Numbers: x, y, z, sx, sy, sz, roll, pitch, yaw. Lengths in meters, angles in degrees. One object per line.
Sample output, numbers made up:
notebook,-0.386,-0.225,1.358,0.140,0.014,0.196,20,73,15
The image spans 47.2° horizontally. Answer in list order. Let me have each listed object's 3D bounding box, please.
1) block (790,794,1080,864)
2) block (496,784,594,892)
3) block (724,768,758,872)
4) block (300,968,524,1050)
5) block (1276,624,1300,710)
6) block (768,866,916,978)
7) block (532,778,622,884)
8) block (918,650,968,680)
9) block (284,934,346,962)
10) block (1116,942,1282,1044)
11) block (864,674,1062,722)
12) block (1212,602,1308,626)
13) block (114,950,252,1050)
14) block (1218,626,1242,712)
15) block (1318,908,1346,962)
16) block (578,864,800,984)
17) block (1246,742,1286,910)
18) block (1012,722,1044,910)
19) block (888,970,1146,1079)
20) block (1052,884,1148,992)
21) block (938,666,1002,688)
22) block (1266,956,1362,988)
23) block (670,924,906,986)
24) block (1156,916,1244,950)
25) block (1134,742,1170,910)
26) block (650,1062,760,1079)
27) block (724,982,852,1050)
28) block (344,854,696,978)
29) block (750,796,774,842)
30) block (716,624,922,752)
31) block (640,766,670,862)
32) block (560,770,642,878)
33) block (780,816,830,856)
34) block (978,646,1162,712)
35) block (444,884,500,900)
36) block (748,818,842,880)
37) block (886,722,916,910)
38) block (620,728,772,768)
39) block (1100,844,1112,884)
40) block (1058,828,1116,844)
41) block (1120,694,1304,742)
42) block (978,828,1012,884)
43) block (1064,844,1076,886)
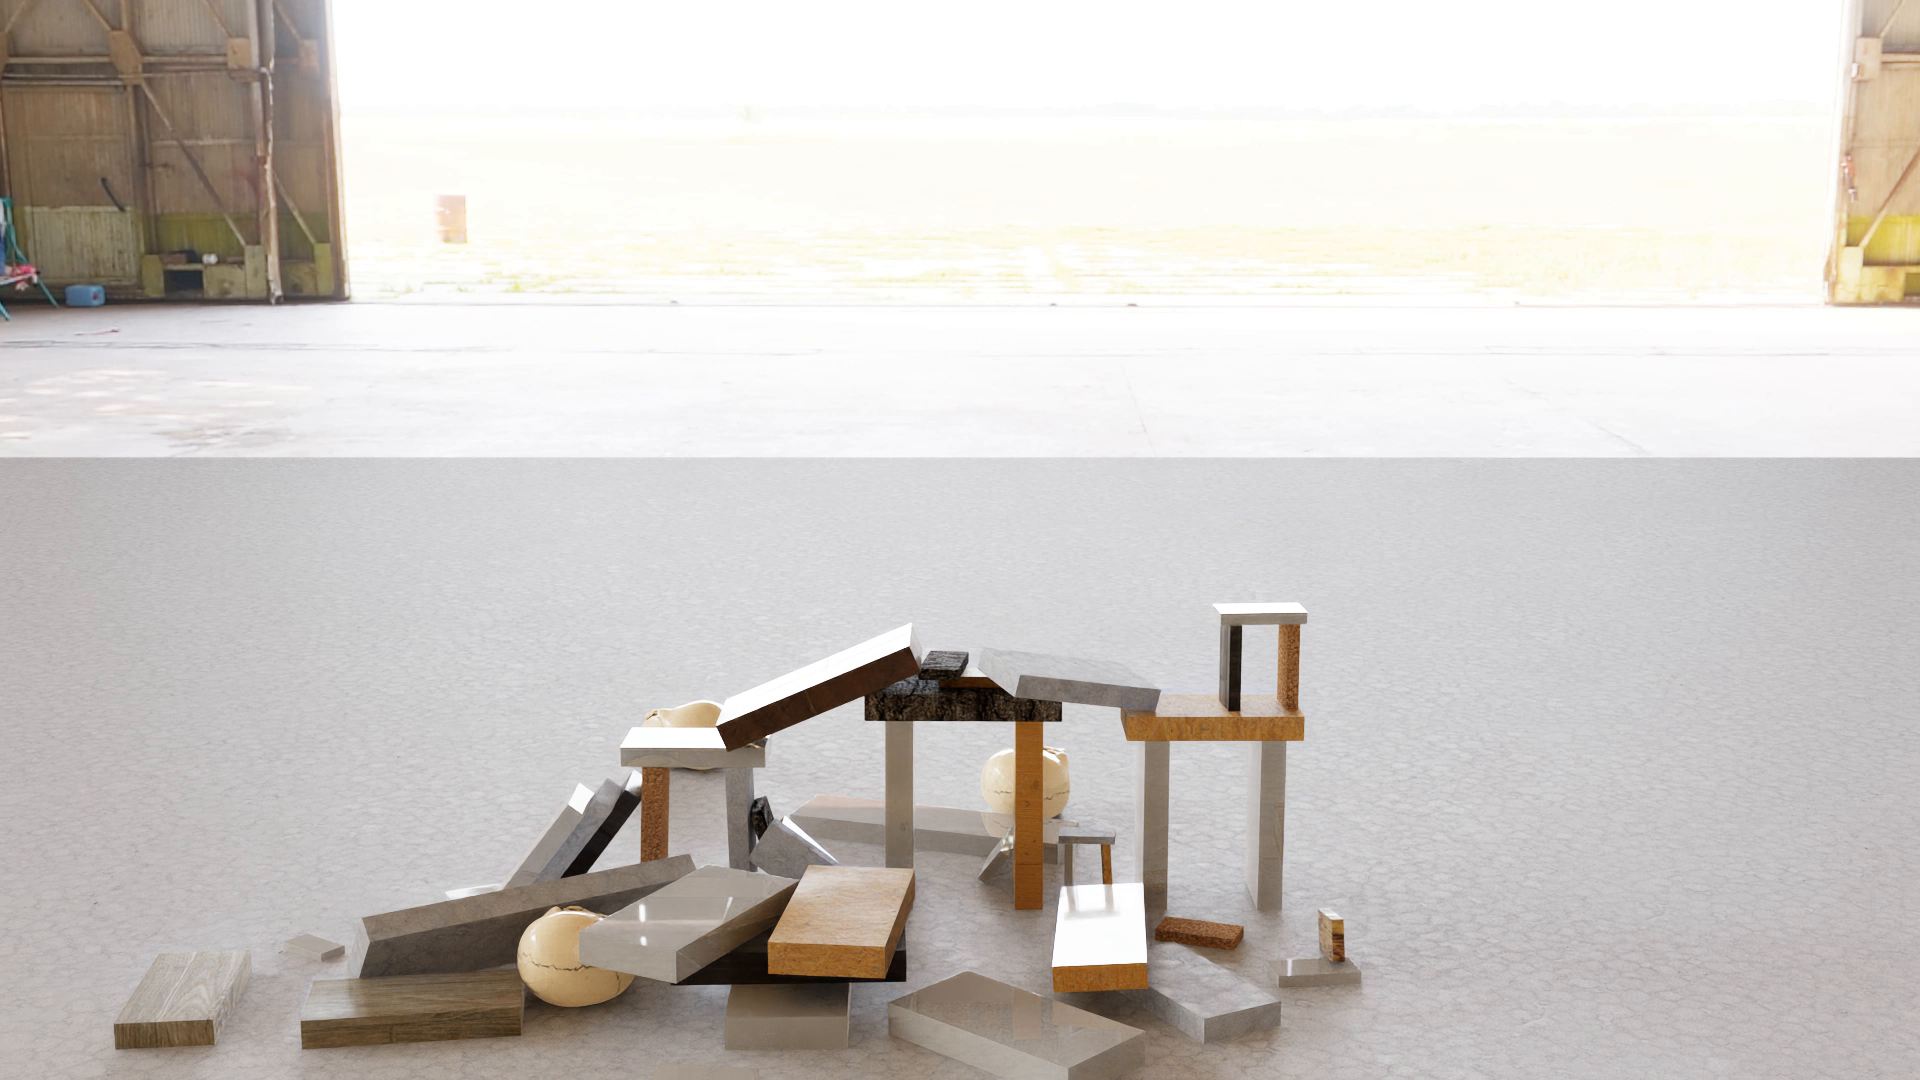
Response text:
block,-0.047,0.518,3.953,0.505,0.038,0.133,4,11,19
block,-0.681,0.507,3.574,0.032,0.225,0.112,37,8,-7
block,-0.362,0.475,3.645,0.033,0.235,0.117,-2,11,1
block,-0.776,0.667,3.137,0.298,0.042,0.149,-2,11,-9
block,0.538,0.200,3.598,0.020,0.141,0.071,-1,11,-4
block,-0.168,0.554,3.213,0.164,0.047,0.328,1,11,6
block,-0.639,0.500,3.600,0.032,0.225,0.113,37,10,-7
block,-0.026,0.205,3.602,0.064,0.018,0.129,1,11,8
block,-1.001,0.632,3.409,0.090,0.013,0.045,8,13,35
block,0.333,0.657,3.206,0.133,0.038,0.266,-6,12,-29
block,0.006,0.255,3.608,0.318,0.045,0.159,0,11,1
block,0.488,0.121,3.583,0.141,0.020,0.071,-1,11,-4
block,-1.119,0.662,3.180,0.133,0.038,0.266,-1,11,-7
block,0.441,0.202,3.588,0.020,0.141,0.071,-1,11,-6
block,0.566,0.602,3.354,0.018,0.063,0.127,-2,-2,0
block,-0.389,0.555,3.207,0.164,0.047,0.329,5,12,26
block,0.505,0.451,3.637,0.040,0.285,0.143,0,11,0
block,0.112,0.433,3.642,0.045,0.318,0.159,0,11,0
block,0.076,0.682,3.046,0.328,0.047,0.164,10,14,42
block,0.215,0.599,3.346,0.133,0.038,0.486,-3,4,4
block,0.031,0.225,3.600,0.129,0.018,0.064,1,11,3
block,0.531,0.649,3.302,0.127,0.018,0.063,-1,11,-8
block,-0.249,0.598,3.234,0.338,0.048,0.169,0,11,-2
block,0.377,0.619,3.463,0.127,0.018,0.063,4,11,20
block,0.317,0.451,3.635,0.040,0.285,0.143,0,11,-1
block,-0.347,0.736,2.777,0.133,0.038,0.266,1,11,7
block,-0.247,0.635,3.297,0.169,0.048,0.521,0,11,-1
block,-0.657,0.580,3.331,0.521,0.149,0.042,-7,52,-33
block,-0.312,0.512,3.661,0.022,0.157,0.078,-17,10,3
block,-0.227,0.240,3.598,0.338,0.048,0.169,-23,9,4
block,-0.506,0.474,3.647,0.033,0.235,0.117,2,10,-2
block,-0.600,0.493,3.647,0.032,0.225,0.113,36,8,-7
block,-0.244,0.529,3.660,0.157,0.022,0.078,42,8,-7
block,0.177,0.225,3.555,0.266,0.038,0.133,8,13,-29
block,-0.803,0.589,3.641,0.090,0.013,0.045,-5,12,-25
block,-0.259,0.530,3.577,0.157,0.078,0.022,34,15,4
block,-0.098,0.433,3.642,0.045,0.318,0.159,0,11,0
block,-0.432,0.342,3.623,0.235,0.033,0.117,0,11,1
block,0.244,0.544,3.663,0.013,0.093,0.046,-4,11,0
block,0.211,0.492,3.654,0.093,0.013,0.046,1,11,6
block,0.411,0.291,3.606,0.285,0.040,0.143,0,11,0
block,0.067,0.540,3.766,0.018,0.064,0.129,38,14,1
block,0.184,0.544,3.663,0.013,0.093,0.046,2,11,10
